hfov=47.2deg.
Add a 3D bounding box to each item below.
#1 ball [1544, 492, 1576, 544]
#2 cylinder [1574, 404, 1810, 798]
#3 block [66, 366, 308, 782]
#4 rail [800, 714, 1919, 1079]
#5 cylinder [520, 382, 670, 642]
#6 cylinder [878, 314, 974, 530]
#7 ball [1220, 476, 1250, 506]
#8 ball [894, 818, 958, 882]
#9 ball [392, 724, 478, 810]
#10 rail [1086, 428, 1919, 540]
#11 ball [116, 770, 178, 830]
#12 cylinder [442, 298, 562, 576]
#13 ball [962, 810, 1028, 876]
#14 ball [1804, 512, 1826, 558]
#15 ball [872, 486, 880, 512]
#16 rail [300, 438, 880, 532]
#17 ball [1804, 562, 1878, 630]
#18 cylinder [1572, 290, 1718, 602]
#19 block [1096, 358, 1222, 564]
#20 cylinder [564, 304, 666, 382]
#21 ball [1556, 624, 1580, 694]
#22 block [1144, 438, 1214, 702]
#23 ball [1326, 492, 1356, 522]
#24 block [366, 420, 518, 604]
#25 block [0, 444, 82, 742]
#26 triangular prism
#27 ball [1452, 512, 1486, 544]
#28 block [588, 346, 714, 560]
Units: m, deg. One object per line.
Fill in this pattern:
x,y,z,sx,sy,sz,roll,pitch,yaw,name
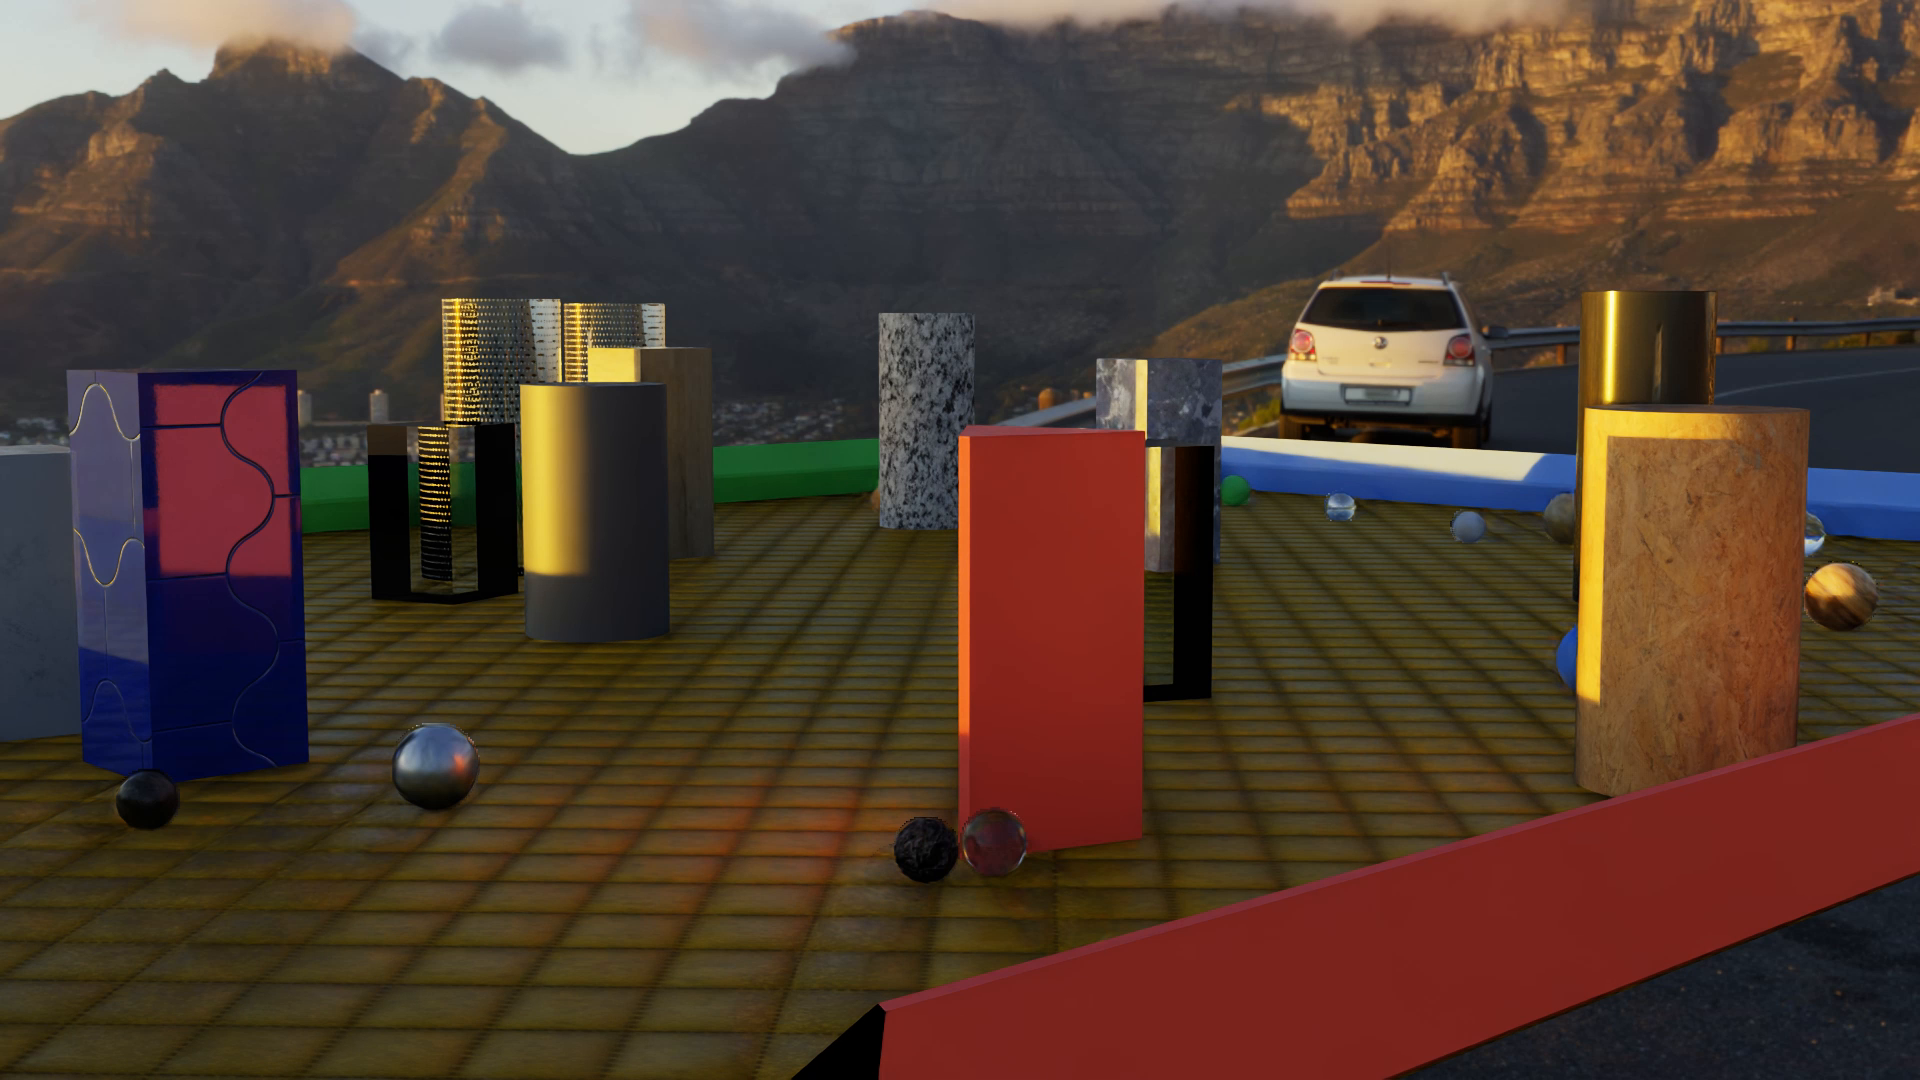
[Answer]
1.164,-0.041,4.197,0.099,0.099,0.099,0,6,0,ball
0.682,0.054,2.057,0.199,0.354,0.199,0,6,0,cylinder
-0.757,0.027,2.159,0.159,0.387,0.159,-6,8,-44,block
1.134,0.161,2.110,3.995,0.129,0.045,-5,8,-42,rail
-0.504,-0.043,3.042,0.199,0.344,0.199,0,6,0,cylinder
-0.069,-0.250,4.561,0.199,0.440,0.199,0,6,0,cylinder
0.626,-0.112,5.010,0.072,0.072,0.072,0,6,0,ball
-0.026,0.243,1.719,0.050,0.050,0.050,0,6,0,ball
-0.470,0.203,1.970,0.076,0.076,0.076,0,6,0,ball
1.451,-0.105,4.663,0.045,0.129,3.391,-5,8,-42,rail
-0.699,0.224,1.892,0.051,0.051,0.051,0,6,0,ball
-0.781,-0.179,3.765,0.199,0.465,0.199,0,6,0,cylinder
0.028,0.240,1.738,0.052,0.052,0.052,0,6,0,ball
1.522,-0.010,3.982,0.084,0.084,0.084,0,6,0,ball
-0.162,-0.090,4.828,0.067,0.067,0.067,0,6,0,ball
-1.134,-0.094,4.554,3.995,0.129,0.045,-5,8,-42,rail
1.230,0.079,3.069,0.095,0.095,0.095,0,6,0,ball
1.044,-0.141,3.358,0.199,0.473,0.199,0,6,0,cylinder
0.351,-0.141,3.900,0.159,0.360,0.159,-3,7,-29,block
-0.686,-0.241,4.386,0.199,0.459,0.199,0,6,0,cylinder
0.732,0.137,2.524,0.092,0.092,0.092,0,6,0,ball
0.188,0.032,2.571,0.159,0.291,0.159,-2,6,-20,block
0.805,-0.069,4.650,0.062,0.062,0.062,0,6,0,ball
-0.806,-0.046,3.431,0.159,0.269,0.159,3,7,26,block
-1.022,0.053,2.339,0.159,0.297,0.159,-4,7,-36,block
0.045,0.078,1.876,0.172,0.345,0.149,-3,7,-27,triangular prism
0.977,-0.024,4.220,0.062,0.062,0.062,0,6,0,ball
-0.561,-0.160,3.996,0.159,0.377,0.159,-6,8,-44,block
